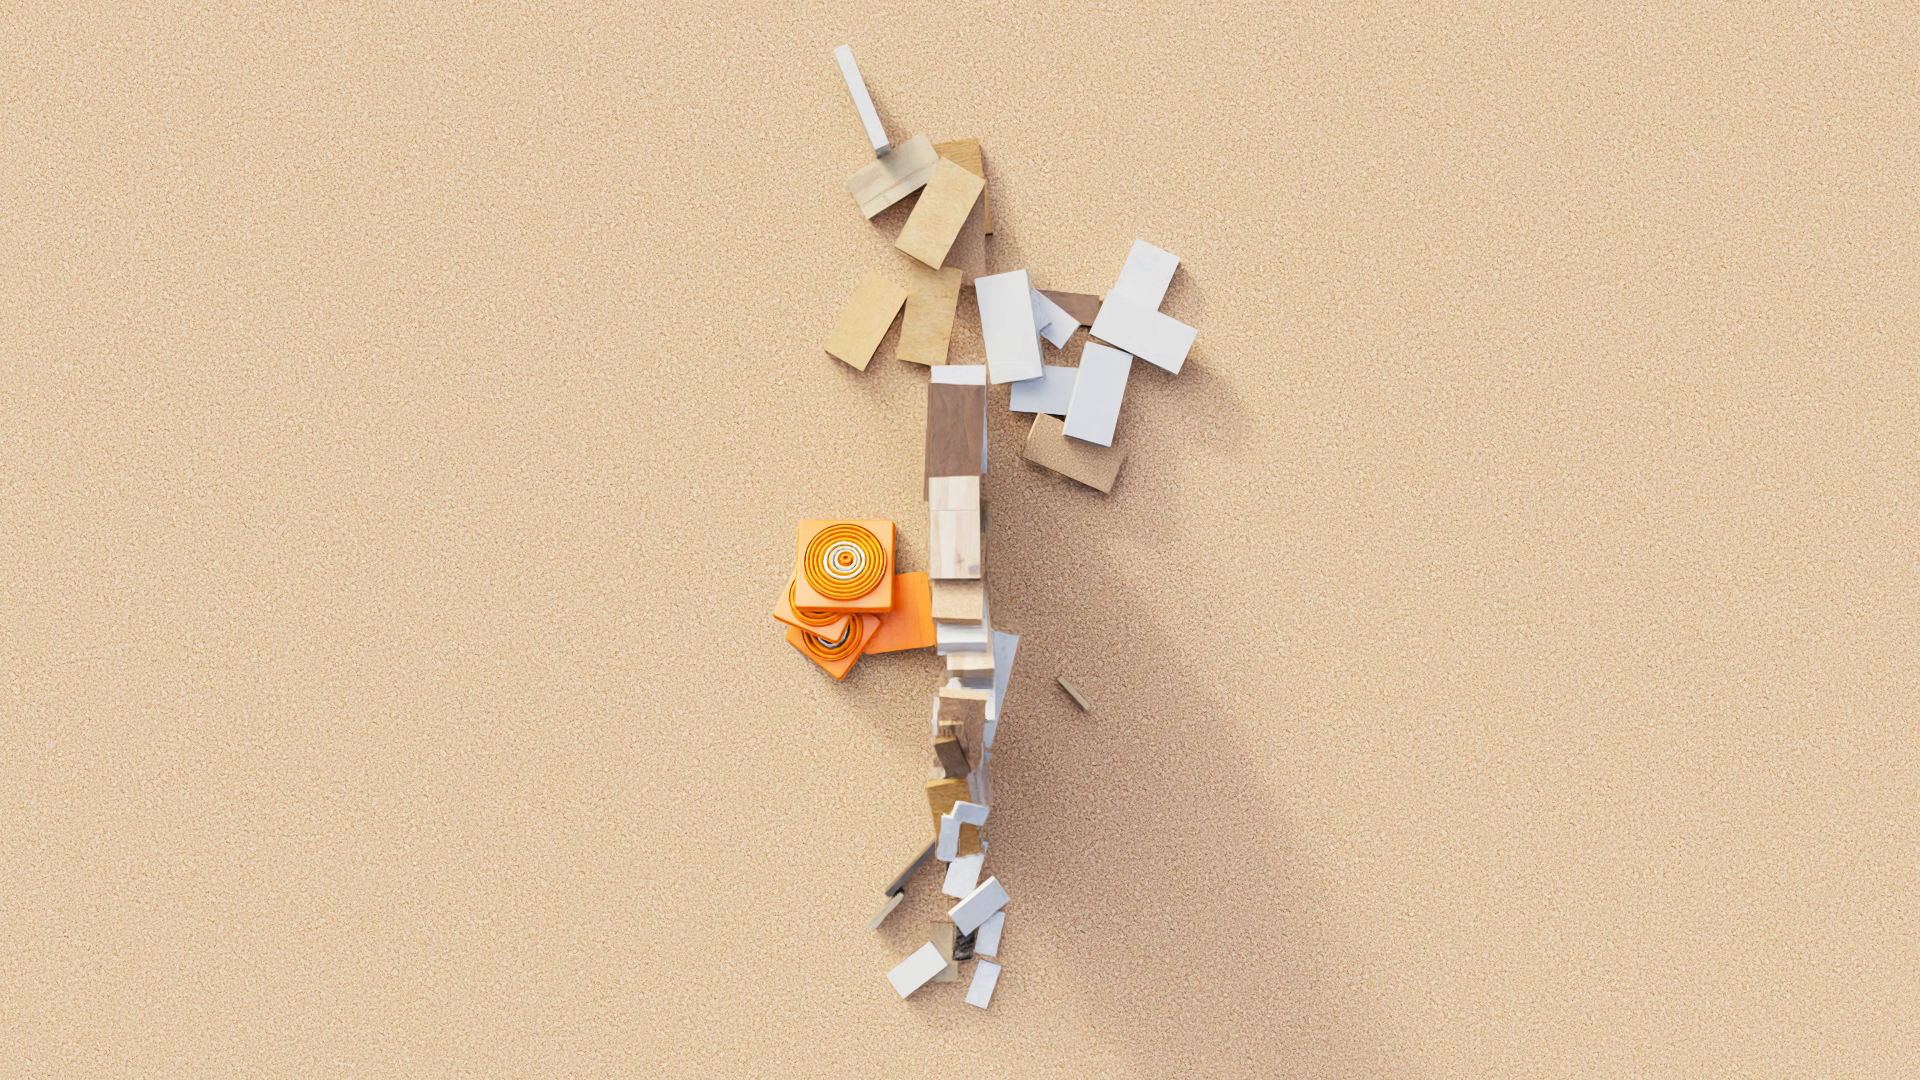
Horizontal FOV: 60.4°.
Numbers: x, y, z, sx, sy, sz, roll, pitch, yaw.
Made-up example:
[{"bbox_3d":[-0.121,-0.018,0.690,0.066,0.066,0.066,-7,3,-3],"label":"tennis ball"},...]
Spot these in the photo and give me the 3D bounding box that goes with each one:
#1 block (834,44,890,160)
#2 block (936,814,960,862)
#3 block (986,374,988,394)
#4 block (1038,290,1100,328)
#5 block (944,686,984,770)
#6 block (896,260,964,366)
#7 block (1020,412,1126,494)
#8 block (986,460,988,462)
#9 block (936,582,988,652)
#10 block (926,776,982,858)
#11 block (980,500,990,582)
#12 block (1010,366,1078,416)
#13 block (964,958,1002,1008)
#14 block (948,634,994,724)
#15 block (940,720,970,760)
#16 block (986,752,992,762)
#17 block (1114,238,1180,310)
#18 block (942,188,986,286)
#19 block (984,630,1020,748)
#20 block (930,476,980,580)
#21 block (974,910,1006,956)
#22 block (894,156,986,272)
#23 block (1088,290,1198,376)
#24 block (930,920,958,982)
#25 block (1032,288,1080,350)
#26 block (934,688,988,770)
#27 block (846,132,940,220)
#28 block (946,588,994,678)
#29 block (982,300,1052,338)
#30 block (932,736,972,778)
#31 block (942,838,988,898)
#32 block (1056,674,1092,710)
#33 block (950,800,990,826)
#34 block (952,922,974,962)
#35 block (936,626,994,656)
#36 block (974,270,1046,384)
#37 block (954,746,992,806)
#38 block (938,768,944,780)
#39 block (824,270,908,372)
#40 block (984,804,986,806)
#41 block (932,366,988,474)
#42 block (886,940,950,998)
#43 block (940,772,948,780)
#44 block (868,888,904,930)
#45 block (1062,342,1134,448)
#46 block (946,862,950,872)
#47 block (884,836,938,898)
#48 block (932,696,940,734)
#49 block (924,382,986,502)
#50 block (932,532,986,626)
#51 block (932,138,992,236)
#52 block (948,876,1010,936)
[{"bbox_3d":[-0.319,-1.432,5.413,0.049,0.175,0.349,-23,90,0],"label":"block"},{"bbox_3d":[-0.034,0.908,5.021,0.057,0.016,0.148,8,107,0],"label":"block"},{"bbox_3d":[0.004,-0.497,5.332,0.168,0.336,0.048,1,90,0],"label":"block"},{"bbox_3d":[0.352,-0.770,5.485,0.214,0.029,0.104,6,90,0],"label":"block"},{"bbox_3d":[0.010,0.575,5.040,0.124,0.035,0.248,2,89,0],"label":"block"},{"bbox_3d":[-0.099,-0.746,5.441,0.163,0.046,0.326,11,103,0],"label":"block"},{"bbox_3d":[0.375,-0.288,5.455,0.316,0.045,0.158,23,90,-8],"label":"block"},{"bbox_3d":[-0.001,-0.264,5.332,0.168,0.336,0.048,-4,90,0],"label":"block"},{"bbox_3d":[0.002,0.151,5.104,0.151,0.043,0.470,-1,46,-1],"label":"block"},{"bbox_3d":[-0.017,0.847,5.028,0.124,0.035,0.248,-10,107,6],"label":"block"},{"bbox_3d":[0.014,-0.003,5.183,0.151,0.043,0.302,2,49,2],"label":"block"},{"bbox_3d":[0.328,-0.494,5.478,0.316,0.045,0.158,5,90,0],"label":"block"},{"bbox_3d":[0.077,1.476,5.489,0.075,0.021,0.149,20,90,0],"label":"block"},{"bbox_3d":[0.035,0.421,5.016,0.139,0.039,0.278,0,64,0],"label":"block"},{"bbox_3d":[-0.015,0.596,4.909,0.072,0.020,0.144,-4,125,7],"label":"block"},{"bbox_3d":[0.037,0.723,5.122,0.076,0.022,0.153,19,85,-5],"label":"block"},{"bbox_3d":[0.592,-0.820,5.477,0.160,0.045,0.320,24,90,0],"label":"block"},{"bbox_3d":[0.000,-1.004,5.430,0.163,0.046,0.326,-1,105,-2],"label":"block"},{"bbox_3d":[0.054,0.449,5.119,0.176,0.050,0.353,14,90,0],"label":"block"},{"bbox_3d":[-0.017,-0.035,5.013,0.153,0.043,0.313,0,78,0],"label":"block"},{"bbox_3d":[0.099,1.304,5.489,0.075,0.021,0.149,13,90,0],"label":"block"},{"bbox_3d":[-0.065,-1.056,5.347,0.163,0.046,0.326,28,93,-4],"label":"block"},{"bbox_3d":[0.603,-0.683,5.432,0.319,0.045,0.160,25,90,0],"label":"block"},{"bbox_3d":[-0.053,1.368,5.486,0.096,0.027,0.192,3,90,0],"label":"block"},{"bbox_3d":[0.285,-0.733,5.441,0.207,0.029,0.104,39,106,9],"label":"block"},{"bbox_3d":[0.000,0.567,4.926,0.139,0.039,0.278,5,124,0],"label":"block"},{"bbox_3d":[-0.210,-1.202,5.453,0.305,0.043,0.153,-30,87,8],"label":"block"},{"bbox_3d":[0.020,0.231,5.085,0.139,0.039,0.465,-2,46,-2],"label":"block"},{"bbox_3d":[0.187,-0.695,5.445,0.207,0.029,0.103,-37,85,18],"label":"block"},{"bbox_3d":[-0.023,0.647,4.920,0.072,0.020,0.144,-13,125,13],"label":"block"},{"bbox_3d":[0.017,1.080,5.456,0.101,0.029,0.202,17,92,-1],"label":"block"},{"bbox_3d":[0.378,0.504,5.464,0.020,0.072,0.144,-44,90,0],"label":"block"},{"bbox_3d":[0.030,0.825,4.981,0.114,0.016,0.057,18,98,-31],"label":"block"},{"bbox_3d":[0.012,1.316,5.470,0.075,0.021,0.149,3,90,-35],"label":"block"},{"bbox_3d":[0.018,0.323,5.322,0.176,0.353,0.050,4,96,0],"label":"block"},{"bbox_3d":[0.165,-0.698,5.409,0.175,0.049,0.349,-8,95,18],"label":"block"},{"bbox_3d":[0.022,0.695,5.077,0.124,0.035,0.248,-8,90,0],"label":"block"},{"bbox_3d":[-0.004,0.749,5.209,0.135,0.038,0.271,1,90,1],"label":"block"},{"bbox_3d":[-0.310,-0.727,5.478,0.153,0.043,0.305,30,90,0],"label":"block"},{"bbox_3d":[0.013,0.906,5.363,0.029,0.203,0.101,34,102,18],"label":"block"},{"bbox_3d":[-0.002,-0.373,5.140,0.168,0.048,0.336,-1,90,0],"label":"block"},{"bbox_3d":[-0.141,1.423,5.466,0.192,0.027,0.096,-39,83,8],"label":"block"},{"bbox_3d":[-0.016,0.710,5.149,0.057,0.016,0.114,36,68,-29],"label":"block"},{"bbox_3d":[-0.242,1.221,5.462,0.022,0.077,0.153,42,90,0],"label":"block"},{"bbox_3d":[0.452,-0.477,5.422,0.158,0.045,0.316,15,85,-9],"label":"block"},{"bbox_3d":[0.008,1.005,5.486,0.101,0.029,0.203,2,90,0],"label":"block"},{"bbox_3d":[-0.154,1.082,5.462,0.022,0.077,0.247,44,90,0],"label":"block"},{"bbox_3d":[0.002,0.565,5.322,0.176,0.353,0.050,0,96,0],"label":"block"},{"bbox_3d":[-0.018,-0.298,5.092,0.175,0.049,0.365,3,90,0],"label":"block"},{"bbox_3d":[-0.001,0.115,5.031,0.151,0.043,0.302,3,59,2],"label":"block"},{"bbox_3d":[0.005,-1.162,5.477,0.160,0.045,0.320,-9,90,0],"label":"block"},{"bbox_3d":[0.064,1.208,5.445,0.192,0.027,0.096,-37,110,-12],"label":"block"}]
